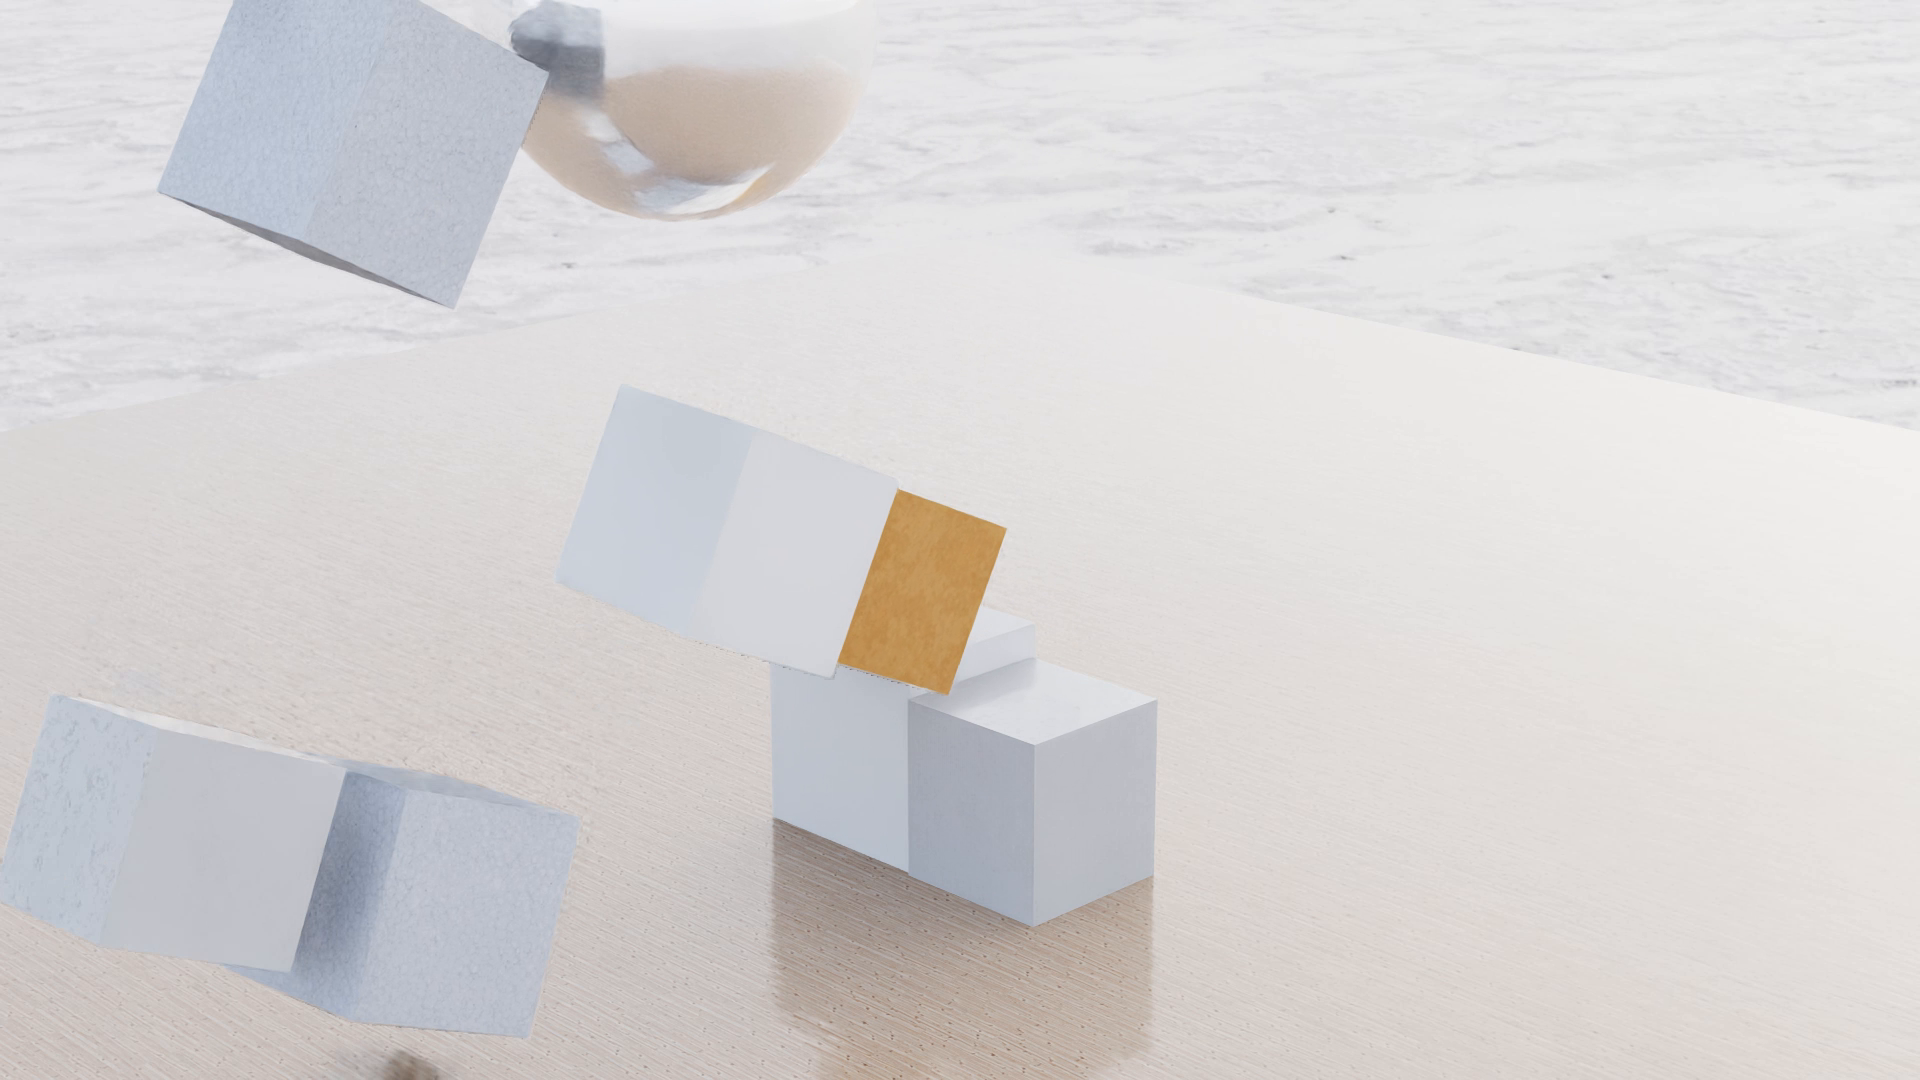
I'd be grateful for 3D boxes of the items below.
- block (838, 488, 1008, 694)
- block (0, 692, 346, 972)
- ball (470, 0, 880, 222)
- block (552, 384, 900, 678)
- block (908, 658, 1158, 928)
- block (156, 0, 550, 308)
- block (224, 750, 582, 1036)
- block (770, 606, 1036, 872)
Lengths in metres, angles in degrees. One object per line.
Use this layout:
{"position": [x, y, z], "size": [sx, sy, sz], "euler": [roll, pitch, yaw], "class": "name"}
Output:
{"position": [-0.441, 0.131, 12.937], "size": [0.756, 0.780, 0.807], "euler": [19, 0, -44], "class": "block"}
{"position": [-2.878, 1.066, 10.690], "size": [0.739, 0.770, 0.814], "euler": [11, -6, 43], "class": "block"}
{"position": [-1.118, -2.053, 11.525], "size": [1.600, 1.600, 1.600], "euler": [0, 17, 0], "class": "ball"}
{"position": [-0.990, -0.042, 12.389], "size": [0.830, 0.884, 0.953], "euler": [19, 0, -44], "class": "block"}
{"position": [0.327, 1.127, 13.326], "size": [0.803, 0.860, 0.791], "euler": [-17, 24, -42], "class": "block"}
{"position": [-2.176, -1.464, 10.515], "size": [0.871, 0.917, 0.737], "euler": [20, -3, 38], "class": "block"}
{"position": [-2.174, 1.376, 11.457], "size": [0.853, 0.877, 0.865], "euler": [10, -4, 42], "class": "block"}
{"position": [-0.274, 0.859, 13.917], "size": [0.951, 1.016, 0.820], "euler": [17, 24, 42], "class": "block"}
